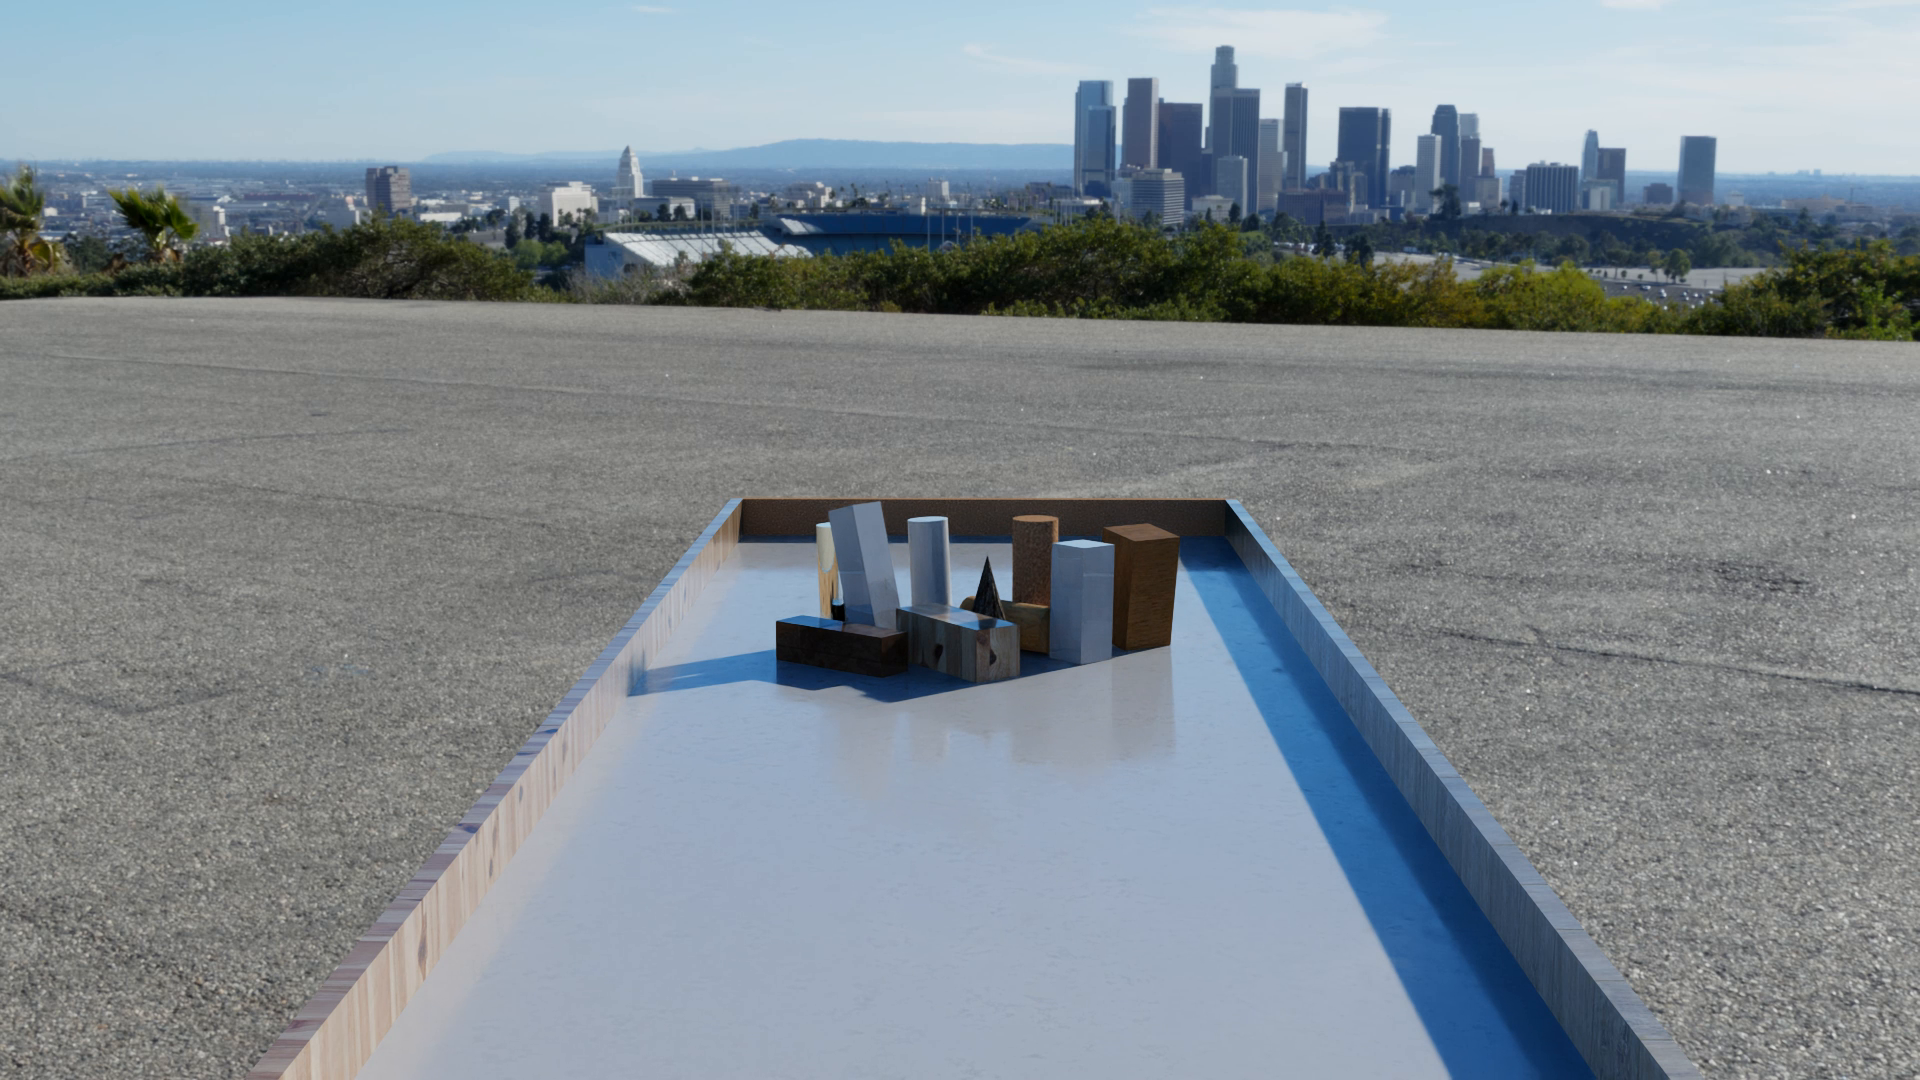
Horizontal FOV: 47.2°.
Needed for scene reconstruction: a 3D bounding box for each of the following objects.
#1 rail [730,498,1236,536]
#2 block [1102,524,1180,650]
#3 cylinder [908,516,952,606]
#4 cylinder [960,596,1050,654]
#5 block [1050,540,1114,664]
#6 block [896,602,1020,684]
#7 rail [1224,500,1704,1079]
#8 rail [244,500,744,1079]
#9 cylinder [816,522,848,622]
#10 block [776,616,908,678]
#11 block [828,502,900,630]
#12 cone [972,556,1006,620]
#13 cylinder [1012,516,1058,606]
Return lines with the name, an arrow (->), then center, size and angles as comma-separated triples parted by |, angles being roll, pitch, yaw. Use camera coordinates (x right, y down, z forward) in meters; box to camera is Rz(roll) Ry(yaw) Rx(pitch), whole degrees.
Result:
rail -> 0.099, -0.098, 9.147 | 2.100, 0.150, 0.050 | 0, 9, 1
block -> 0.555, 0.146, 6.903 | 0.173, 0.353, 0.173 | -5, 17, -30
cylinder -> -0.093, 0.124, 6.978 | 0.129, 0.384, 0.129 | -3, 8, 0
cylinder -> 0.159, 0.264, 6.884 | 0.322, 0.144, 0.144 | 7, 11, 38
block -> 0.371, 0.187, 6.690 | 0.135, 0.354, 0.135 | -6, 11, -42
block -> -0.009, 0.305, 6.588 | 0.156, 0.156, 0.423 | -6, 11, -35
rail -> 1.046, 0.843, 3.208 | 0.050, 0.150, 12.000 | 0, 9, 1
rail -> -1.004, 0.839, 3.234 | 0.050, 0.150, 12.000 | 0, 9, 1
cylinder -> -0.372, 0.138, 6.920 | 0.146, 0.376, 0.146 | -2, 7, 0
block -> -0.358, 0.318, 6.618 | 0.419, 0.120, 0.120 | 7, 11, 37
block -> -0.284, 0.118, 6.768 | 0.117, 0.453, 0.117 | -9, -3, -45
cone -> 0.084, 0.200, 6.749 | 0.175, 0.313, 0.175 | 0, 9, 0
cylinder -> 0.239, 0.124, 6.984 | 0.144, 0.389, 0.144 | 0, 9, 0
